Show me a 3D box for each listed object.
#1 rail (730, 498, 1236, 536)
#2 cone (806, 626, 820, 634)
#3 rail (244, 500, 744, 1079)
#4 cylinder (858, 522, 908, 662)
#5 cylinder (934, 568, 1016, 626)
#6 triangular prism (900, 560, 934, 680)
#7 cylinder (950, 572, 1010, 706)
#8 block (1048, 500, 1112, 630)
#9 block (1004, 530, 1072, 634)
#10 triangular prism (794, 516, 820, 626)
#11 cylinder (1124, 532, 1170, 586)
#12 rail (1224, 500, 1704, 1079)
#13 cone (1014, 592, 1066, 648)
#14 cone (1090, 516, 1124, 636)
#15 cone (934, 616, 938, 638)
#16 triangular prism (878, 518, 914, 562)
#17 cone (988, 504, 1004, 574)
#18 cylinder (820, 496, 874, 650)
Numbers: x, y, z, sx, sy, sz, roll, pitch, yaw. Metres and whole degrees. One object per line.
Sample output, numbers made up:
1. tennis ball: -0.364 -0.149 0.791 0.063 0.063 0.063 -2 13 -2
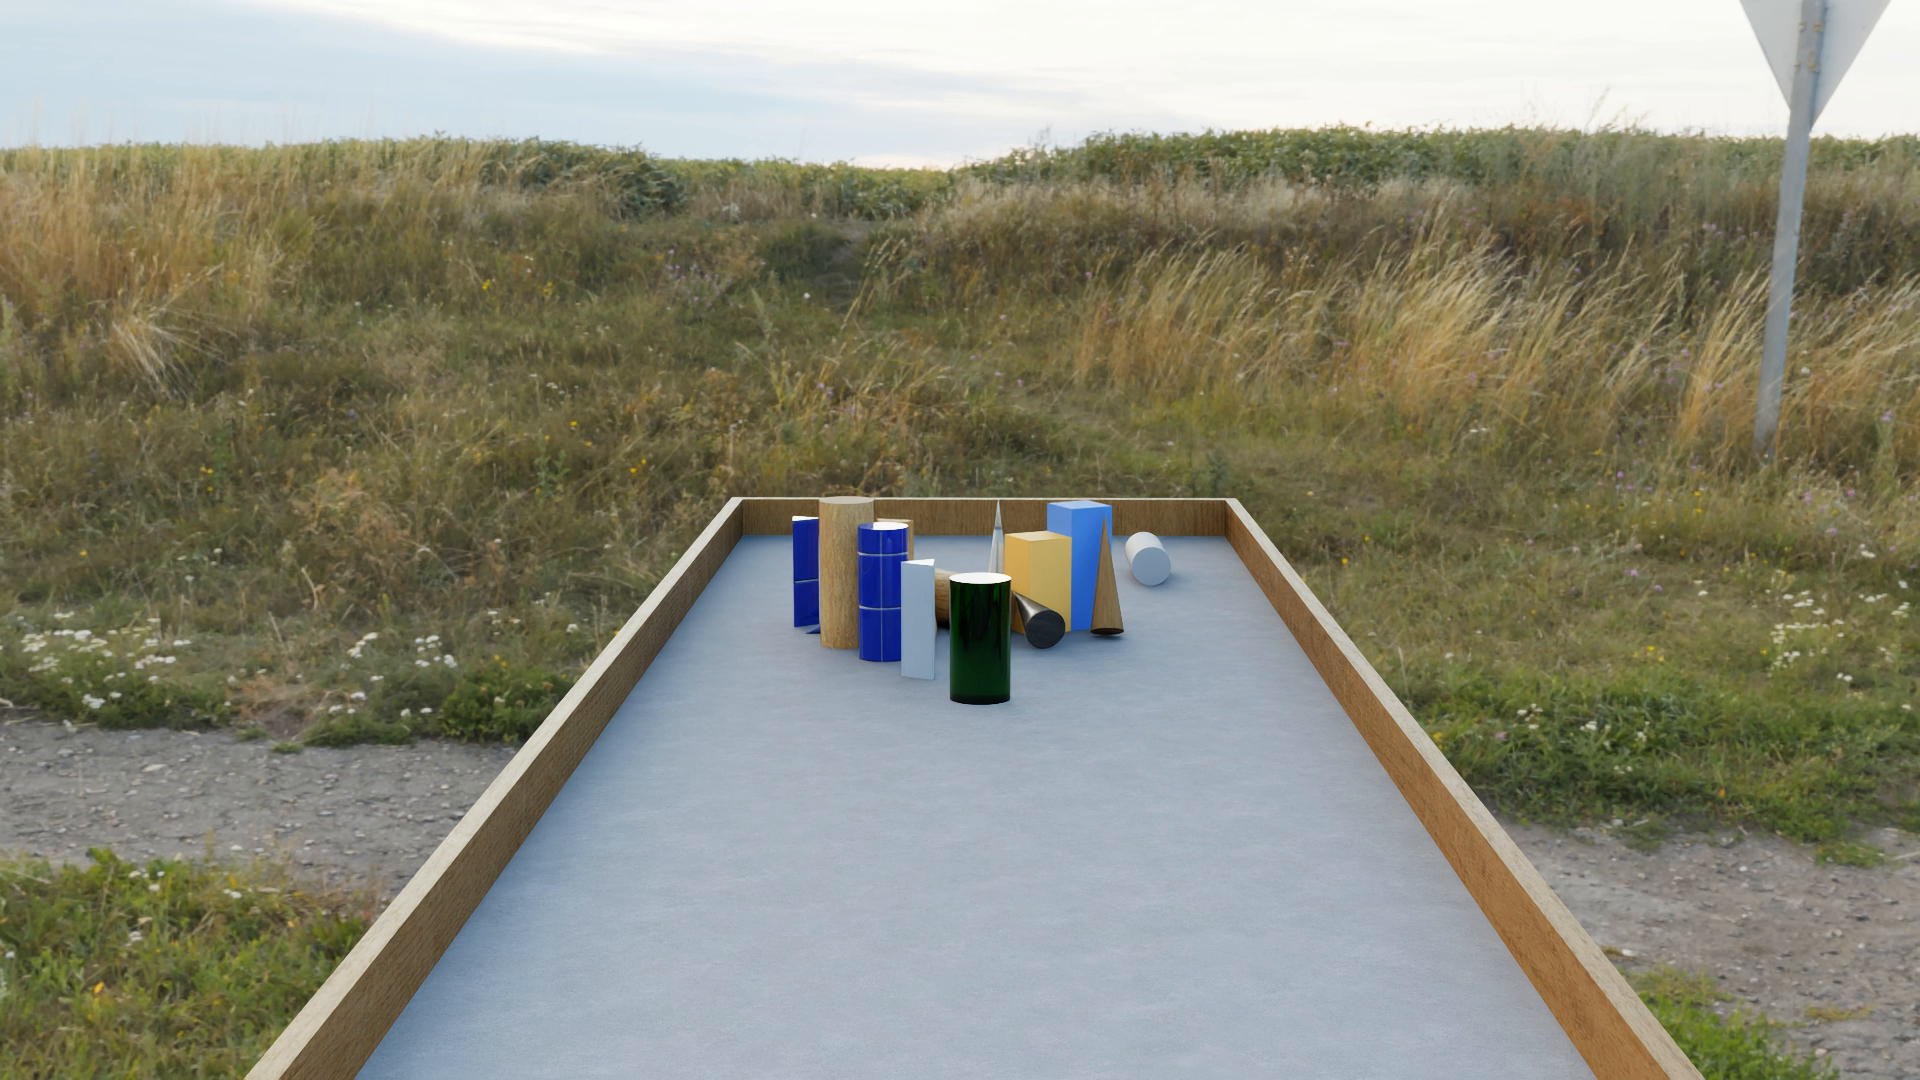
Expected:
1. rail: 0.099 -0.098 9.147 2.100 0.150 0.050 0 9 1
2. cone: -0.341 0.262 7.119 0.333 0.150 0.150 -14 11 -7
3. rail: -1.004 0.839 3.234 0.050 0.150 12.000 0 9 1
4. cylinder: -0.234 0.158 6.708 0.154 0.407 0.154 0 9 0
5. cylinder: 0.008 0.202 7.171 0.177 0.177 0.347 -7 11 -36
6. triangular prism: -0.102 0.230 6.471 0.109 0.340 0.094 6 11 32
7. cylinder: 0.057 0.276 6.172 0.172 0.344 0.172 0 9 0
8. block: 0.390 0.082 7.214 0.154 0.400 0.154 -5 10 -28
9. block: 0.253 0.139 7.148 0.158 0.308 0.158 -5 10 -28
10. triangular prism: -0.525 0.101 7.242 0.094 0.353 0.081 -6 11 -33
11. cylinder: 0.693 0.067 8.135 0.142 0.142 0.357 0 9 0
12. rail: 1.046 0.843 3.208 0.050 0.150 12.000 0 9 1
13. cone: 0.220 0.221 6.986 0.130 0.130 0.326 -3 21 -17
14. cone: 0.469 0.101 7.078 0.107 0.397 0.107 0 -15 0
15. cone: -0.242 0.286 6.991 0.327 0.137 0.137 -8 2 39
16. triangular prism: -0.237 0.103 7.269 0.129 0.340 0.112 -8 12 -39
17. cone: 0.125 0.069 7.225 0.109 0.422 0.109 0 9 0
18. cylinder: -0.355 0.101 6.910 0.171 0.458 0.171 0 9 0
